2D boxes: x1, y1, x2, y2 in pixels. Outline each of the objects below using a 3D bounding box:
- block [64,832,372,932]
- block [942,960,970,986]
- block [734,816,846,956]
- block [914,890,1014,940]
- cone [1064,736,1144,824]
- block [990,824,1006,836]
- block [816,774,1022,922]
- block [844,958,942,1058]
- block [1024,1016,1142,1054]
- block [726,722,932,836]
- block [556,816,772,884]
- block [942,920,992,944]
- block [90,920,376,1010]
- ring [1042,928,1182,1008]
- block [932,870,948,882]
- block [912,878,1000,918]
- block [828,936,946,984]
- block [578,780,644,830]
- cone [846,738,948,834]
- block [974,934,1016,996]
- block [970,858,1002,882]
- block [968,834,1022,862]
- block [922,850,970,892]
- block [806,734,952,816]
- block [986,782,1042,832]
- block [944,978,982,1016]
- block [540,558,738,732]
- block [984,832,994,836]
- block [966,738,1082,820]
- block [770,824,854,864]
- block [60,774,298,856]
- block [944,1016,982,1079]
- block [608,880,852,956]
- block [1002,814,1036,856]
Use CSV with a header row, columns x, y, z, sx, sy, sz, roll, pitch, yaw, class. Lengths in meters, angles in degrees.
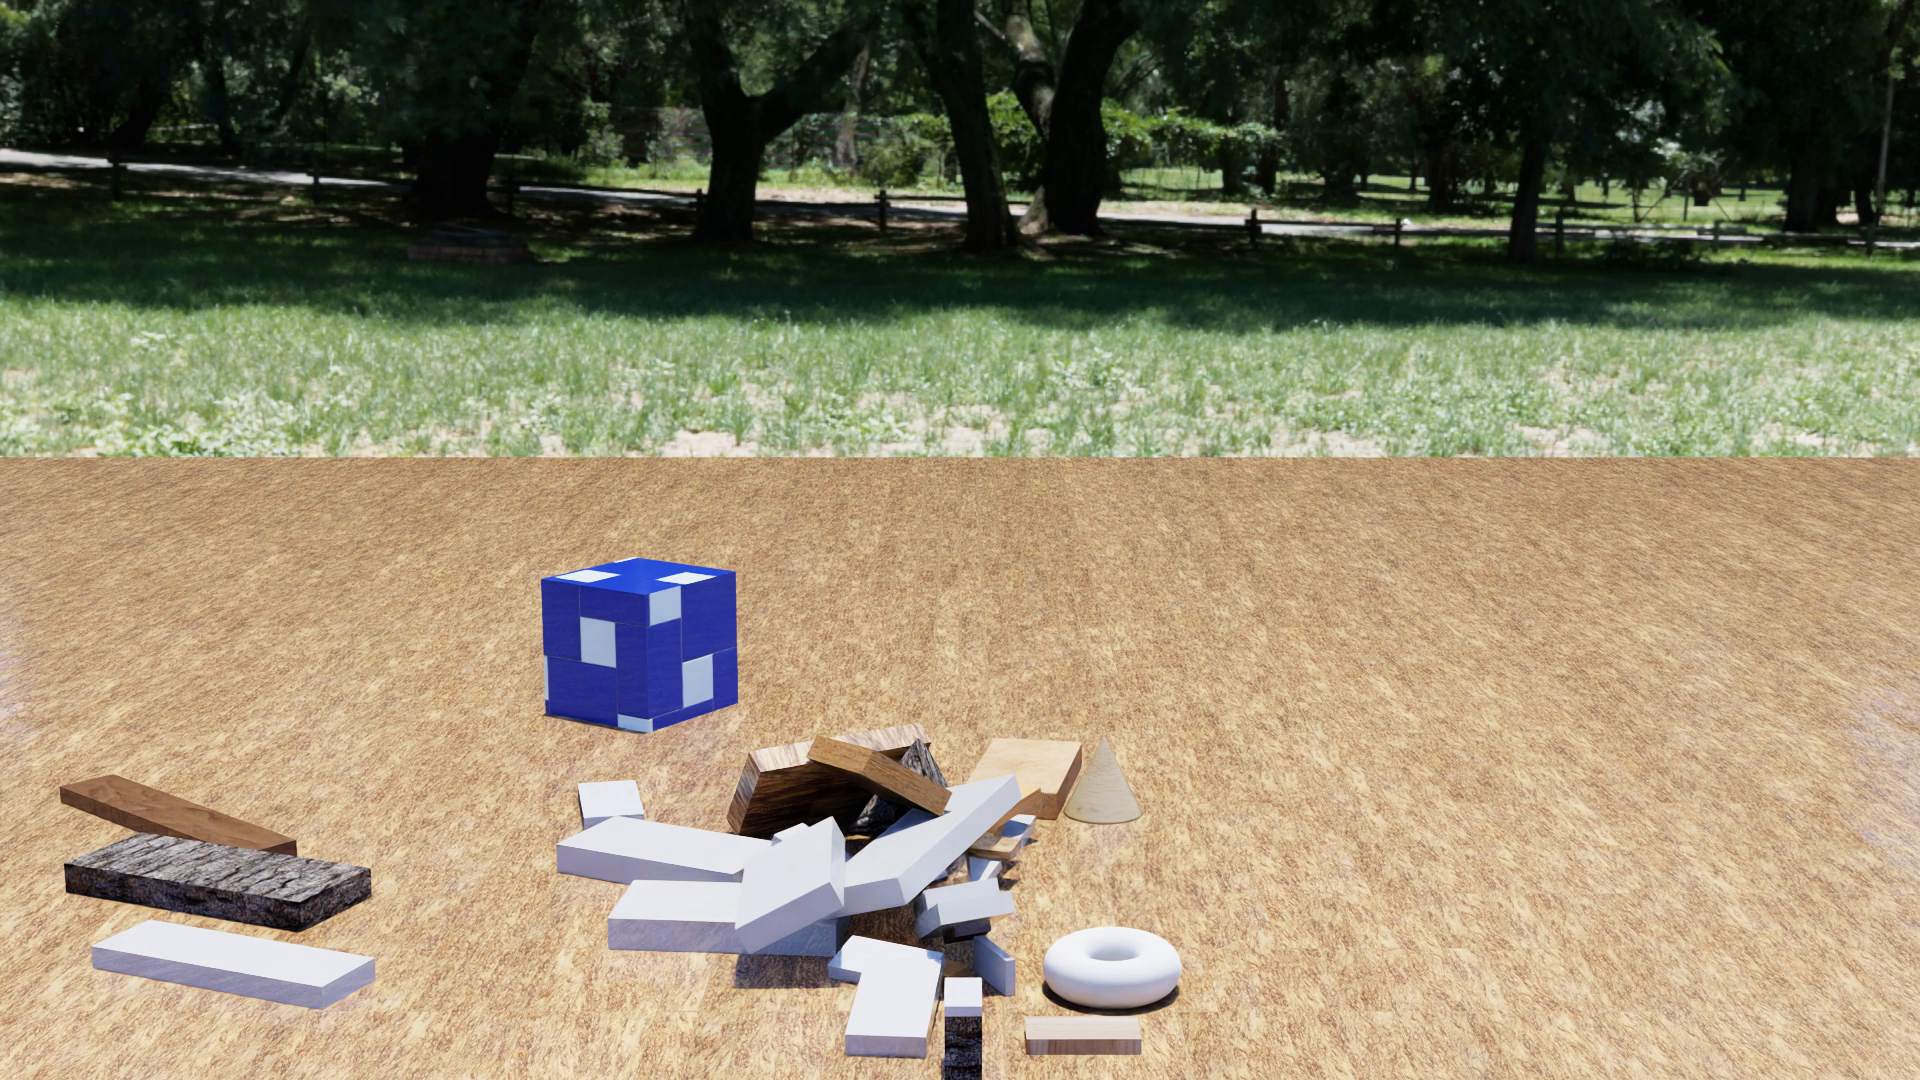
x,y,z,sx,sy,sz,roll,pitch,yaw,class
-1.236,0.566,3.660,0.487,0.051,0.179,4,11,22,block
-0.046,0.647,3.321,0.111,0.016,0.055,7,13,35,block
-0.259,0.530,3.406,0.158,0.045,0.317,-27,11,3,block
0.004,0.569,3.322,0.112,0.032,0.224,-8,-14,-13,block
0.267,0.435,4.093,0.149,0.149,0.149,0,11,0,cone
0.018,0.529,3.834,0.083,0.024,0.167,-2,20,16,block
-0.063,0.497,3.604,0.158,0.045,0.531,-14,6,23,block
-0.092,0.662,3.125,0.112,0.032,0.224,1,17,5,block
0.171,0.690,3.066,0.158,0.022,0.079,0,11,0,block
-0.238,0.437,4.011,0.354,0.177,0.050,-7,46,-32,block
-0.494,0.545,3.773,0.354,0.050,0.177,5,12,26,block
0.010,0.594,3.329,0.055,0.016,0.111,-8,-14,-12,block
-1.097,0.638,3.316,0.428,0.035,0.124,4,11,22,block
0.225,0.633,3.256,0.205,0.068,0.205,-1,11,0,ring
-0.070,0.537,3.590,0.076,0.022,0.152,-17,4,-8,block
-0.007,0.564,3.426,0.112,0.032,0.224,-9,-14,-8,block
-0.110,0.637,3.295,0.158,0.022,0.079,5,28,27,block
-0.651,0.496,4.093,0.108,0.031,0.217,-2,11,-12,block
-0.122,0.488,3.981,0.193,0.193,0.193,-26,9,5,cone
0.051,0.634,3.279,0.016,0.055,0.111,-5,12,-24,block
0.018,0.567,3.655,0.059,0.017,0.119,5,29,27,block
0.038,0.519,3.720,0.119,0.017,0.059,4,16,19,block
-0.023,0.545,3.595,0.076,0.022,0.207,-17,4,1,block
-0.143,0.403,3.780,0.158,0.045,0.317,30,-11,-18,block
0.060,0.474,3.902,0.083,0.024,0.167,11,26,41,block
0.004,0.614,2.955,0.050,0.014,0.100,0,11,0,block
-0.700,0.223,4.826,0.298,0.298,0.298,7,13,33,block
0.013,0.543,3.739,0.059,0.017,0.119,4,37,19,block
0.124,0.457,4.244,0.177,0.050,0.354,2,11,11,block
-0.236,0.539,3.736,0.158,0.022,0.079,29,24,27,block
-1.434,0.511,4.011,0.621,0.031,0.108,9,14,40,block
0.004,0.676,2.933,0.050,0.100,0.014,0,11,0,block
-0.361,0.598,3.487,0.357,0.051,0.179,1,11,5,block
0.078,0.527,3.942,0.083,0.024,0.166,3,11,14,block
